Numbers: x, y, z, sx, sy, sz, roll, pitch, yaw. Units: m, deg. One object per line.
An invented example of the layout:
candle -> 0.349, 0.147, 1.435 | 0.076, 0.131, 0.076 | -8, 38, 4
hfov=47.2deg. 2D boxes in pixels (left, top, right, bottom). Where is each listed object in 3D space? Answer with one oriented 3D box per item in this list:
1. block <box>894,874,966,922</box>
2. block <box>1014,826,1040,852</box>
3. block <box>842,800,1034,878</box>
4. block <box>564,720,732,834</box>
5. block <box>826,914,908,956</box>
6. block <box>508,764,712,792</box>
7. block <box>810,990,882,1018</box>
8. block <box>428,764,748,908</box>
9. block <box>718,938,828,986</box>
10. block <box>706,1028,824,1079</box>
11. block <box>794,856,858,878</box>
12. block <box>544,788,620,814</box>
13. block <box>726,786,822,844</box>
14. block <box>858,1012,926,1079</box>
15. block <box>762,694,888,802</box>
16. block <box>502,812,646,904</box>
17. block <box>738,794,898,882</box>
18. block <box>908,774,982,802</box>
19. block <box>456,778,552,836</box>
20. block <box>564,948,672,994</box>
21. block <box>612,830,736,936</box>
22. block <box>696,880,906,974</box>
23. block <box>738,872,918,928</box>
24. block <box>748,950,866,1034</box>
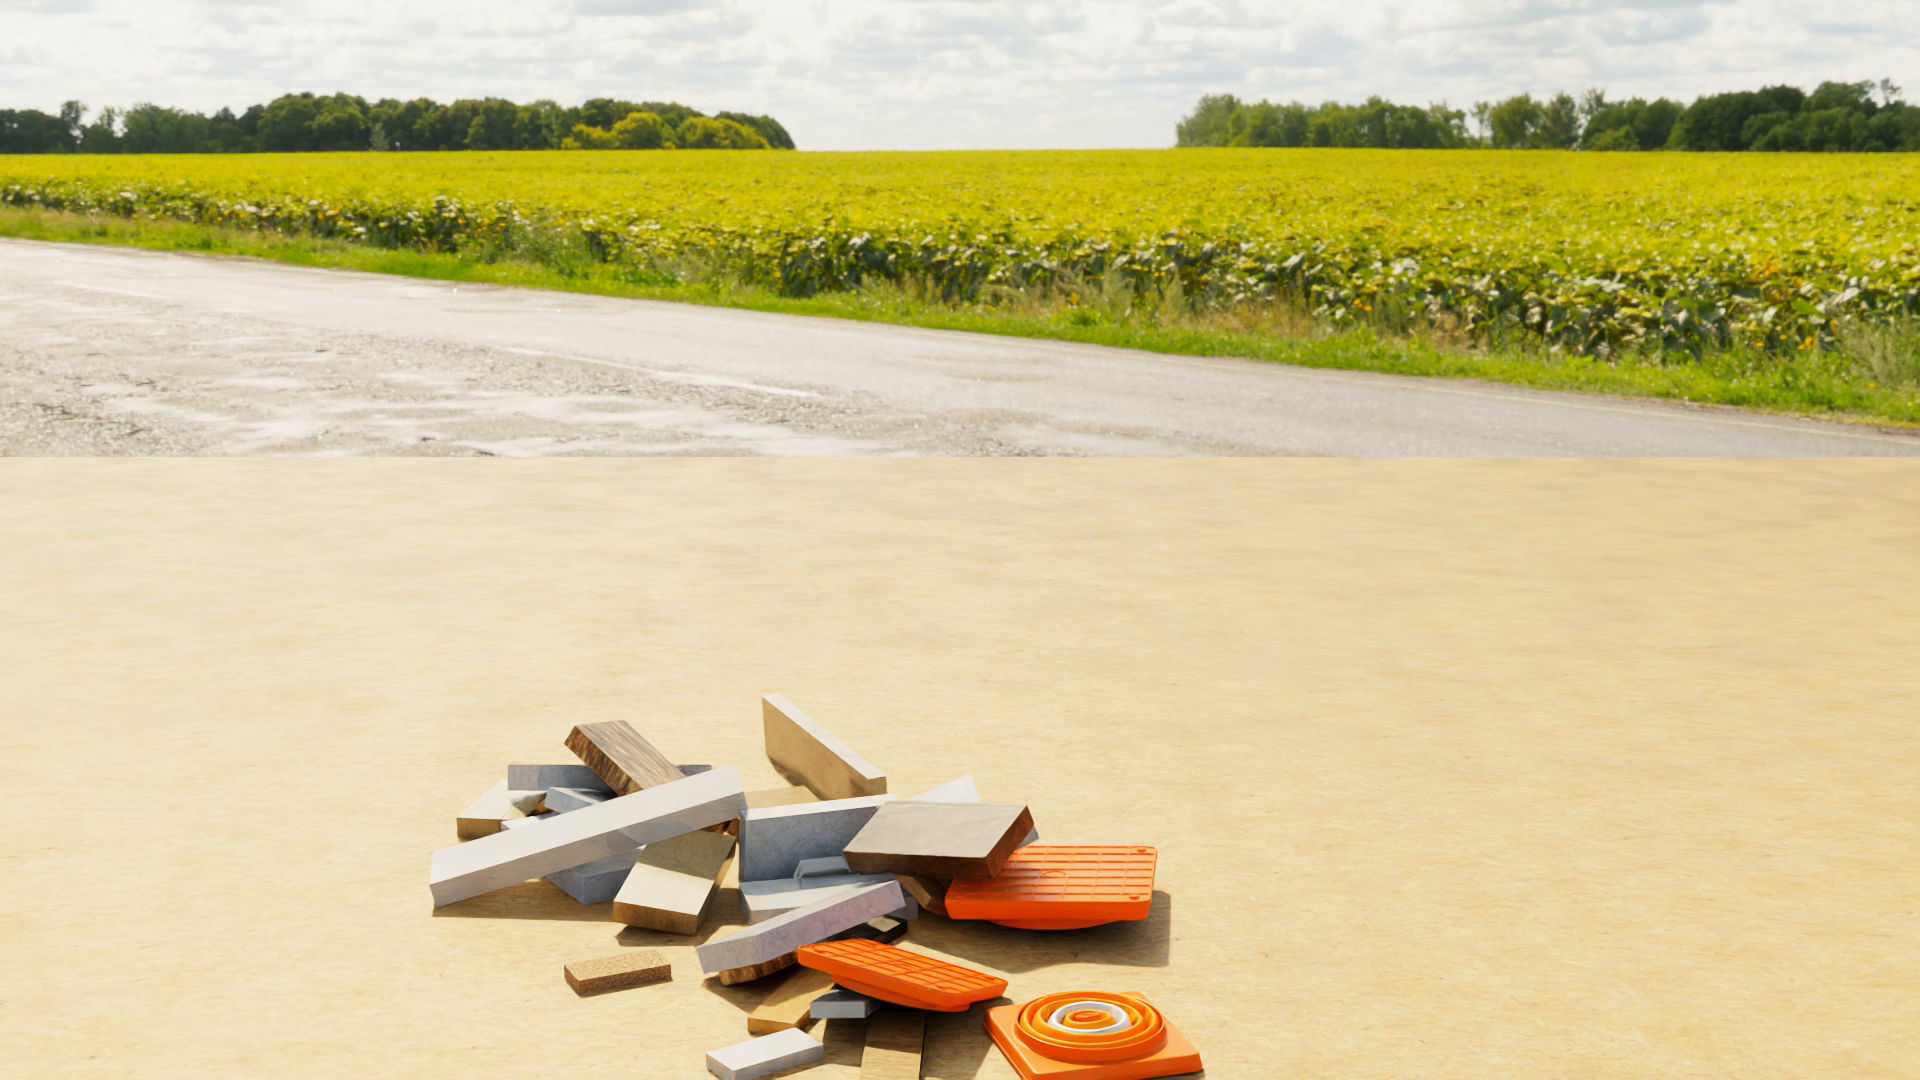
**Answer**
block -> -0.057, 0.565, 3.574 | 0.076, 0.022, 0.152 | 28, 5, -33
block -> 0.011, 0.508, 3.707 | 0.142, 0.040, 0.284 | -24, 5, -22
block -> -0.036, 0.484, 3.568 | 0.284, 0.040, 0.142 | -3, 28, 36
block -> -0.559, 0.433, 3.944 | 0.295, 0.042, 0.148 | 39, 16, 22
block -> -0.155, 0.621, 3.444 | 0.076, 0.022, 0.152 | 6, 12, 30
block -> -0.652, 0.442, 4.095 | 0.337, 0.048, 0.169 | 3, -7, -30
block -> -0.161, 0.658, 3.122 | 0.076, 0.022, 0.152 | -1, -5, 7
block -> -0.622, 0.494, 3.700 | 0.532, 0.042, 0.148 | -16, 15, -7
block -> -0.279, 0.632, 3.307 | 0.078, 0.022, 0.157 | -20, -5, 40
block -> -0.266, 0.704, 3.002 | 0.144, 0.020, 0.072 | -8, 13, -36
block -> -0.196, 0.554, 3.677 | 0.157, 0.022, 0.078 | -3, -31, -18
block -> -0.614, 0.480, 3.928 | 0.123, 0.035, 0.246 | 15, 0, 30
block -> -0.308, 0.517, 3.930 | 0.169, 0.048, 0.338 | -4, 11, -21
block -> -0.094, 0.722, 2.899 | 0.078, 0.022, 0.457 | 0, 11, 2
block -> -0.264, 0.428, 4.201 | 0.035, 0.123, 0.631 | -8, 13, -21
block -> -0.645, 0.541, 3.801 | 0.169, 0.048, 0.353 | -7, 13, -33
block -> -0.236, 0.512, 3.709 | 0.271, 0.135, 0.038 | -4, 20, -20
block -> -0.032, 0.473, 3.808 | 0.142, 0.040, 0.284 | -22, 4, -2
block -> -0.830, 0.496, 4.078 | 0.123, 0.035, 0.246 | 1, 11, 8
block -> -0.514, 0.647, 3.305 | 0.144, 0.020, 0.072 | -5, 12, -27
block -> -0.464, 0.553, 3.600 | 0.135, 0.038, 0.271 | 9, 20, 5
block -> -0.241, 0.590, 3.356 | 0.295, 0.042, 0.148 | -13, -5, -45
block -> -0.215, 0.587, 3.579 | 0.271, 0.038, 0.135 | -3, 11, -14
block -> -0.222, 0.662, 3.226 | 0.072, 0.020, 0.280 | 3, 11, 18
